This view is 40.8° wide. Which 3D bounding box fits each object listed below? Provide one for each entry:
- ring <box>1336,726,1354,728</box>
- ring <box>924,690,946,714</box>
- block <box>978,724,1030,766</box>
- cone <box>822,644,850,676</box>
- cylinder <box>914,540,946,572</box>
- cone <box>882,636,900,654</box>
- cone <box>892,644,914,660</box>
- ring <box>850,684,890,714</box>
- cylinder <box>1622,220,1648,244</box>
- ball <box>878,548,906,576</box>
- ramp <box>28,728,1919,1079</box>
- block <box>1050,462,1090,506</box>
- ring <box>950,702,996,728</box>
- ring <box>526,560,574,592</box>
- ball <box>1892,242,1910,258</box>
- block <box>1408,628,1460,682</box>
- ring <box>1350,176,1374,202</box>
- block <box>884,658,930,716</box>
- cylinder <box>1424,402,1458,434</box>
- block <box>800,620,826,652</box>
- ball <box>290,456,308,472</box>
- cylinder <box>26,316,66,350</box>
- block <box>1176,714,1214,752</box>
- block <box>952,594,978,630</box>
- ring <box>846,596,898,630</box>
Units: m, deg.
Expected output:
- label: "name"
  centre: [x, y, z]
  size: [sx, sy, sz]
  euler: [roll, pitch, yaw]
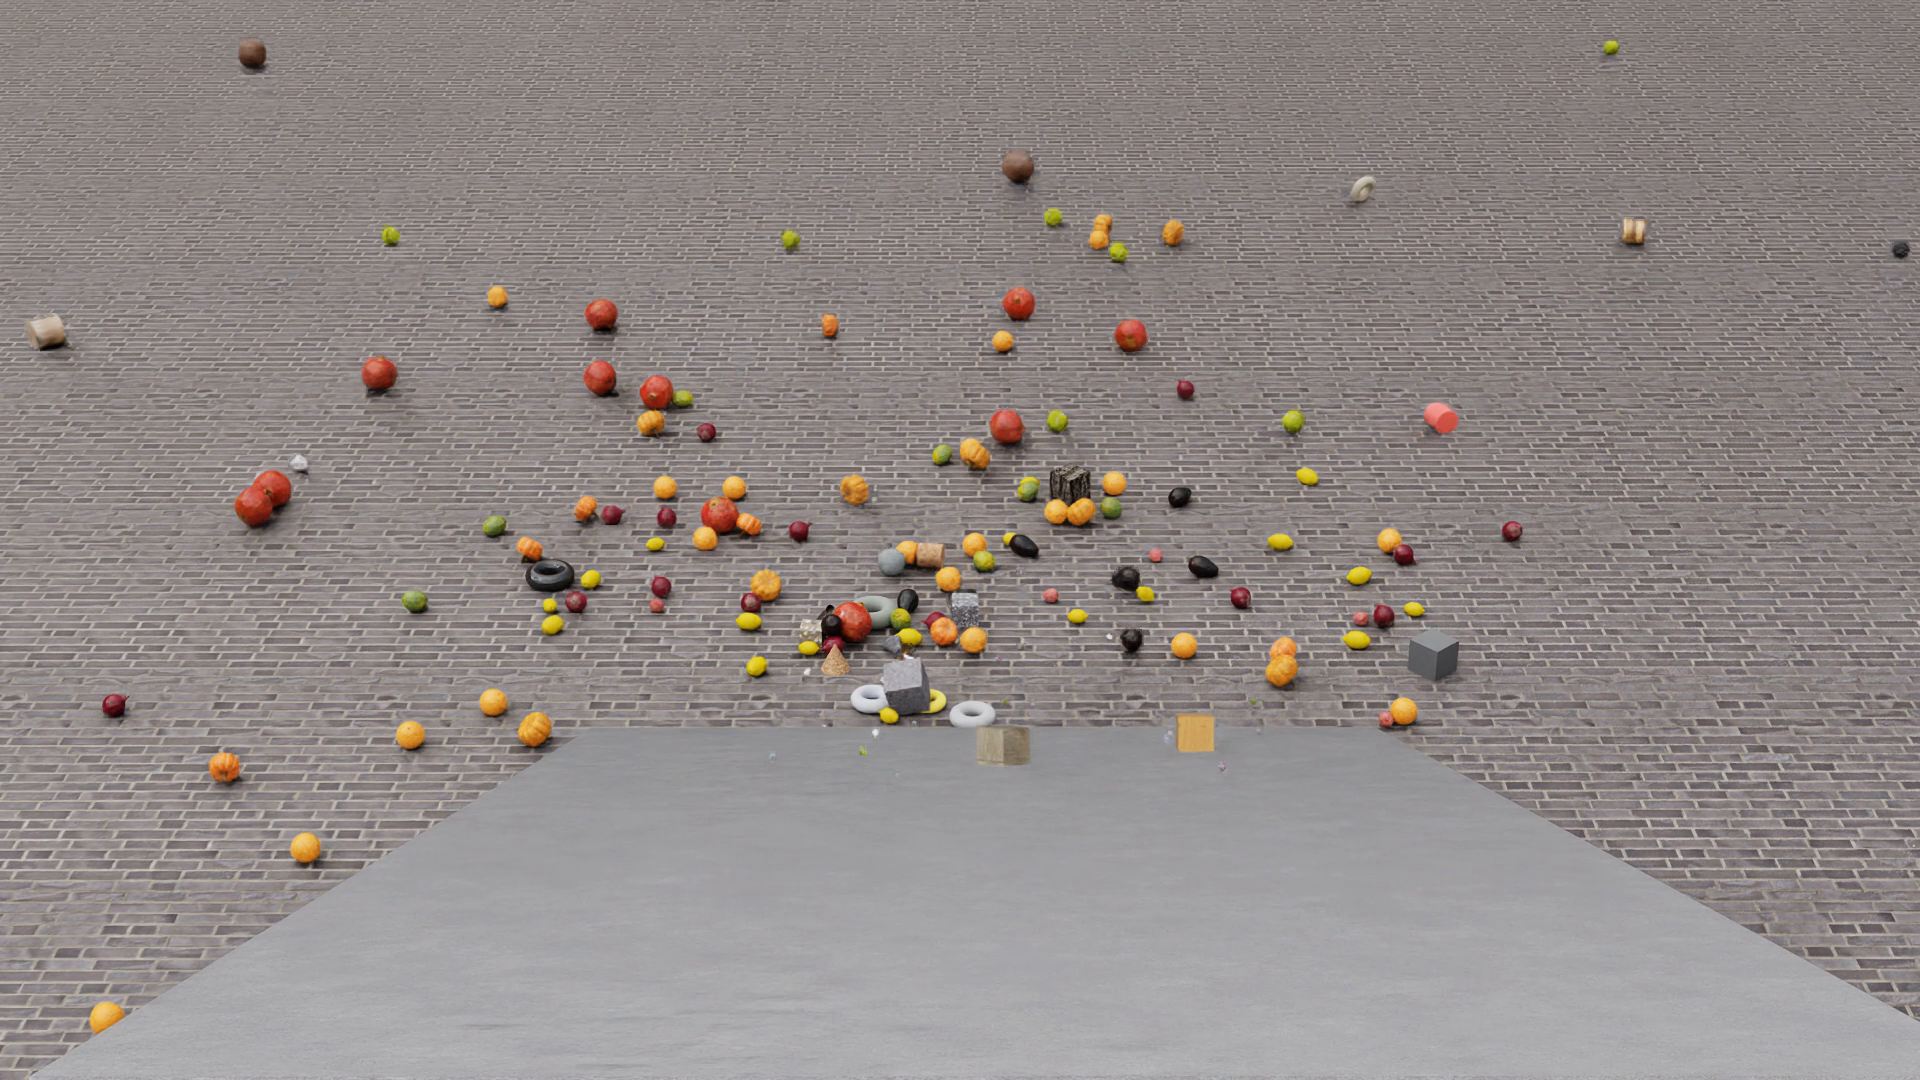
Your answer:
- label: "ring"
  centre: [1.002, 0.516, 6.681]
  size: [0.104, 0.035, 0.104]
  euler: [1, 28, 0]
- label: "ring"
  centre: [-0.081, 0.428, 6.853]
  size: [0.091, 0.030, 0.091]
  euler: [-2, 31, 1]
- label: "block"
  centre: [0.095, 0.452, 5.681]
  size: [0.081, 0.081, 0.081]
  euler: [-1, 1, -45]
- label: "cone"
  centre: [-0.339, 0.314, 7.019]
  size: [0.079, 0.079, 0.079]
  euler: [0, 27, 0]
- label: "cylinder"
  centre: [-0.086, 0.046, 7.544]
  size: [0.071, 0.071, 0.071]
  euler: [21, 31, 8]
- label: "cone"
  centre: [-0.176, 0.301, 7.103]
  size: [0.055, 0.055, 0.055]
  euler: [-16, 58, -27]
- label: "cone"
  centre: [-0.164, 0.315, 7.077]
  size: [0.055, 0.055, 0.055]
  euler: [-15, 17, 33]
- label: "ring"
  centre: [-0.233, 0.422, 6.856]
  size: [0.116, 0.039, 0.116]
  euler: [1, 28, -1]
- label: "cylinder"
  centre: [2.580, -1.179, 9.881]
  size: [0.087, 0.087, 0.087]
  euler: [8, 29, 15]
- label: "ball"
  centre: [-0.199, 0.064, 7.498]
  size: [0.082, 0.082, 0.082]
  euler: [0, 27, 0]
- label: "ramp"
  centre: [0.062, 0.559, 4.597]
  size: [2.000, 0.100, 4.000]
  euler: [0, 1, 0]
- label: "block"
  centre: [0.339, -0.170, 7.940]
  size: [0.089, 0.089, 0.089]
  euler: [-22, 35, -36]
- label: "ring"
  centre: [0.034, 0.463, 6.774]
  size: [0.125, 0.042, 0.125]
  euler: [-1, 26, 0]
- label: "ring"
  centre: [-1.185, 0.102, 7.463]
  size: [0.143, 0.048, 0.143]
  euler: [1, 28, -1]
- label: "ball"
  centre: [3.550, -1.092, 9.742]
  size: [0.062, 0.062, 0.062]
  euler: [0, 27, 0]
- label: "block"
  centre: [1.284, 0.312, 7.008]
  size: [0.094, 0.094, 0.094]
  euler: [-23, 35, -37]
- label: "ring"
  centre: [1.602, -1.396, 10.278]
  size: [0.113, 0.113, 0.038]
  euler: [-21, 53, -34]
- label: "block"
  centre: [-0.140, 0.387, 6.807]
  size: [0.100, 0.100, 0.100]
  euler: [-10, 46, 8]
- label: "cylinder"
  centre: [1.561, -0.396, 8.387]
  size: [0.078, 0.078, 0.078]
  euler: [-11, 34, -20]
- label: "block"
  centre: [-0.408, 0.263, 7.135]
  size: [0.063, 0.063, 0.063]
  euler: [3, 28, 6]
- label: "ball"
  centre: [-2.076, -0.239, 8.113]
  size: [0.052, 0.052, 0.052]
  euler: [0, 27, 0]
- label: "cylinder"
  centre: [-3.181, -0.721, 8.988]
  size: [0.099, 0.099, 0.099]
  euler: [-19, 33, -32]
- label: "block"
  centre: [0.545, 0.447, 6.002]
  size: [0.080, 0.080, 0.080]
  euler: [0, 1, 0]
- label: "block"
  centre: [0.014, 0.200, 7.245]
  size: [0.073, 0.073, 0.073]
  euler: [-1, 28, -2]
- label: "ring"
  centre: [-0.246, 0.204, 7.264]
  size: [0.147, 0.049, 0.147]
  euler: [-1, 28, 1]
